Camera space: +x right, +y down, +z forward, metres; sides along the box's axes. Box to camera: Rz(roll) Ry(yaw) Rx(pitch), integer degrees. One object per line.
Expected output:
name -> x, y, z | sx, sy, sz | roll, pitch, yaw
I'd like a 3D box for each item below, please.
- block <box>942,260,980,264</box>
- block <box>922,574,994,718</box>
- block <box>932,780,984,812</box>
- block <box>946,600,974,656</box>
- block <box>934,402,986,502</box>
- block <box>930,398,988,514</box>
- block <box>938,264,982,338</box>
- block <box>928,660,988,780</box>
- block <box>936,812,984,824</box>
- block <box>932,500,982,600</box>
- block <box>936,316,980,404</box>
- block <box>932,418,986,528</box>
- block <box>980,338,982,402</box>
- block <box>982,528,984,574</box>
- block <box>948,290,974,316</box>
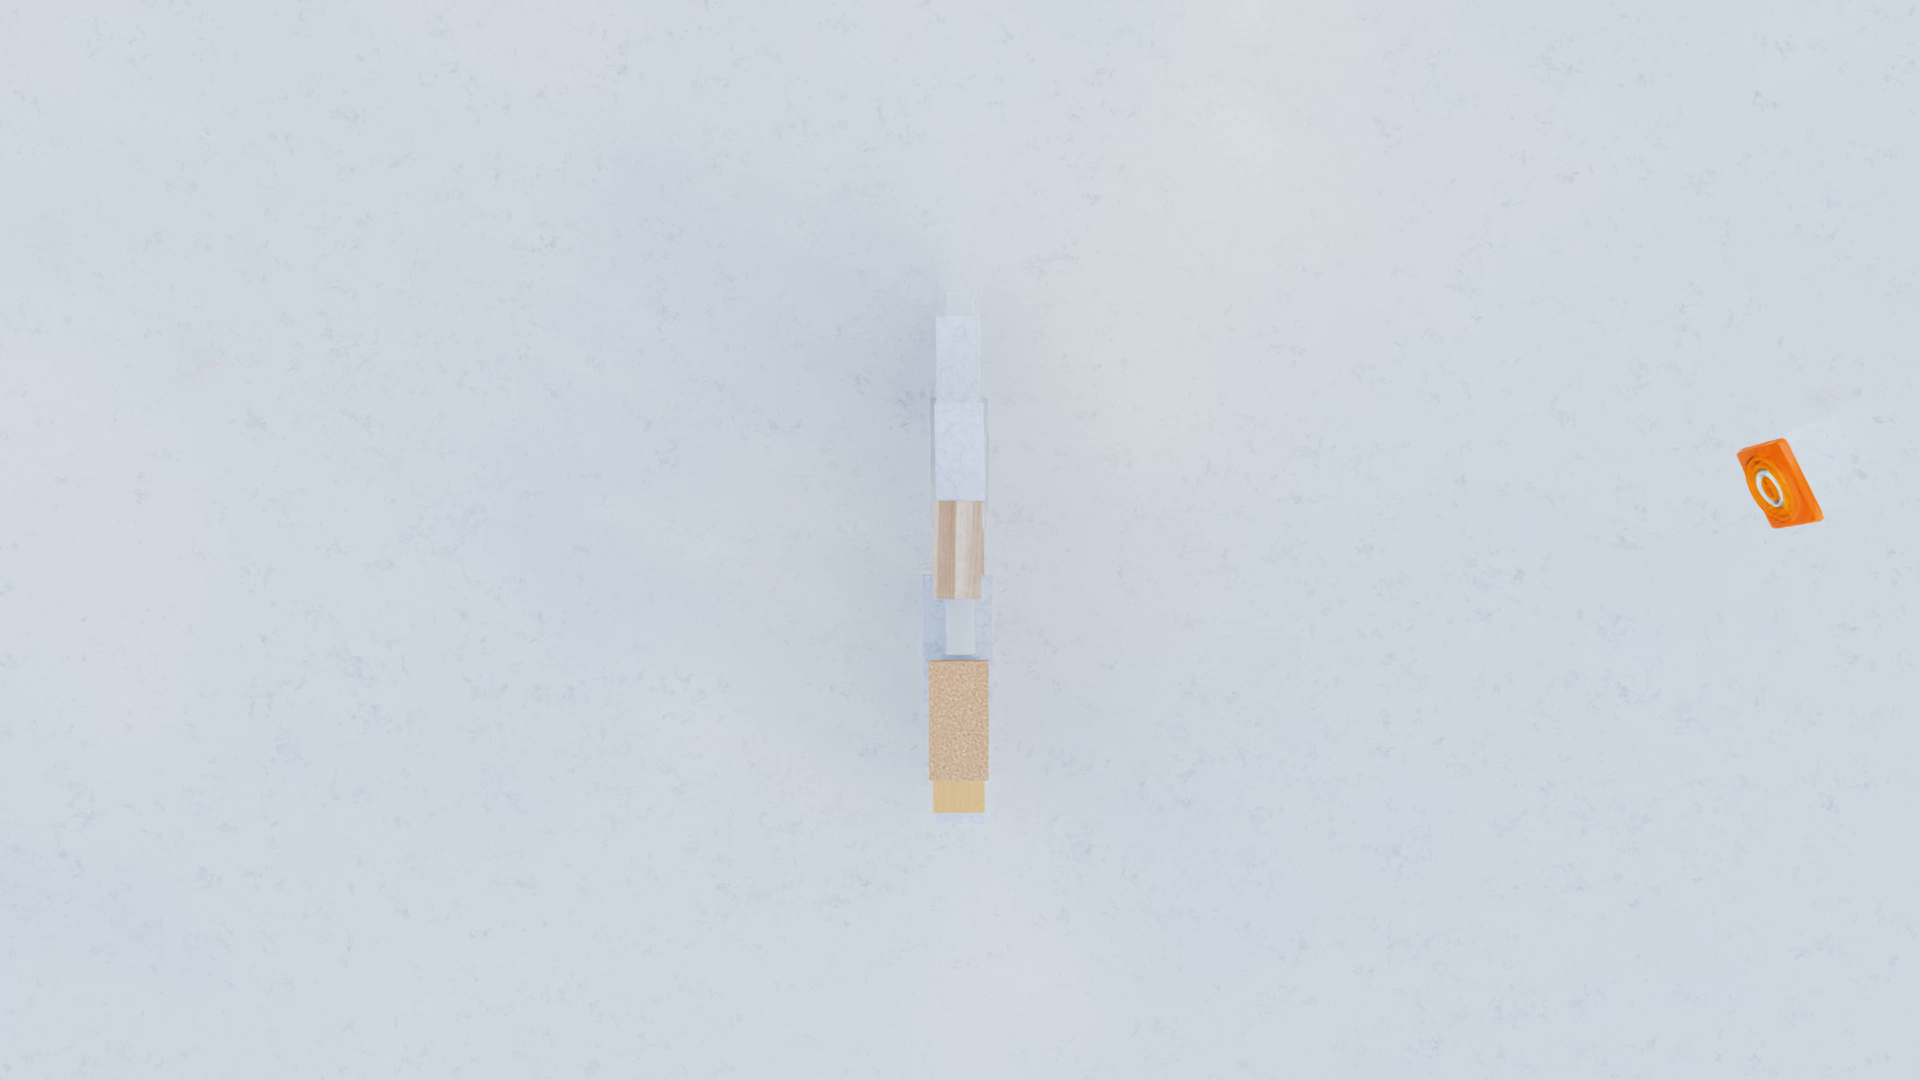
block -> 0.005, -0.768, 5.245 | 0.119, 0.034, 0.239 | 0, 90, 0
block -> -0.005, 0.265, 4.143 | 0.177, 0.050, 0.355 | 0, 90, 0
block -> -0.004, 0.583, 4.373 | 0.137, 0.039, 0.274 | 0, 90, 0
block -> 0.001, 0.209, 3.974 | 0.067, 0.019, 0.134 | 0, 90, 0
block -> -0.001, -0.212, 3.997 | 0.118, 0.034, 0.237 | -1, 90, 0
block -> -0.003, -0.262, 5.117 | 0.179, 0.051, 0.357 | 0, 90, 0
block -> 0.000, -0.696, 4.950 | 0.130, 0.037, 0.259 | 0, 90, 0
block -> -0.003, 0.417, 3.823 | 0.138, 0.039, 0.275 | 0, 90, 0
block -> 0.000, 0.739, 5.181 | 0.149, 0.042, 0.298 | 0, 90, 0
block -> -0.006, 0.024, 3.872 | 0.115, 0.033, 0.230 | 1, 90, 0
block -> -0.005, -0.448, 4.119 | 0.109, 0.031, 0.219 | -1, 90, 0
block -> -0.004, -0.184, 4.520 | 0.149, 0.042, 0.299 | 0, 90, 0
block -> 0.004, -0.450, 4.609 | 0.111, 0.031, 0.222 | 0, 90, 0
block -> -0.004, 0.108, 4.542 | 0.139, 0.039, 0.278 | 0, 90, 0
block -> 0.000, -0.646, 4.771 | 0.075, 0.021, 0.150 | 0, 90, 0
